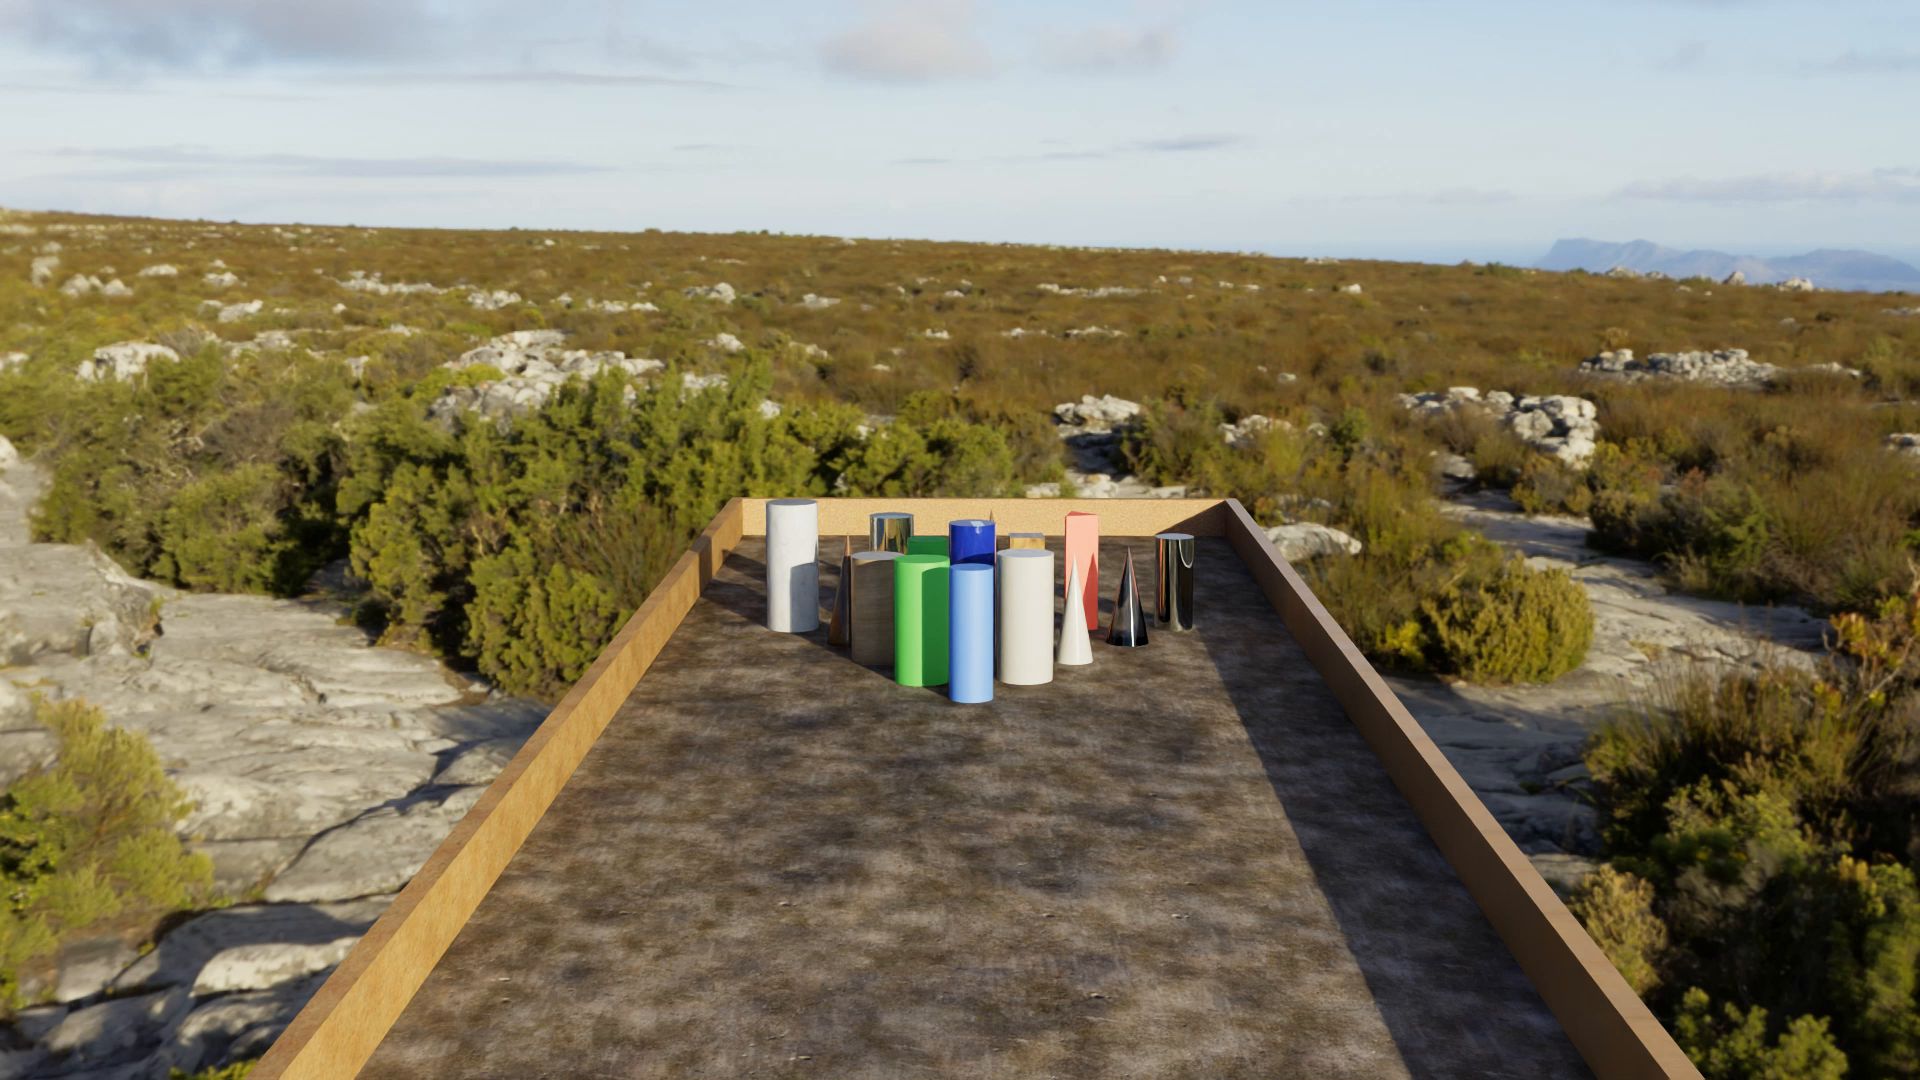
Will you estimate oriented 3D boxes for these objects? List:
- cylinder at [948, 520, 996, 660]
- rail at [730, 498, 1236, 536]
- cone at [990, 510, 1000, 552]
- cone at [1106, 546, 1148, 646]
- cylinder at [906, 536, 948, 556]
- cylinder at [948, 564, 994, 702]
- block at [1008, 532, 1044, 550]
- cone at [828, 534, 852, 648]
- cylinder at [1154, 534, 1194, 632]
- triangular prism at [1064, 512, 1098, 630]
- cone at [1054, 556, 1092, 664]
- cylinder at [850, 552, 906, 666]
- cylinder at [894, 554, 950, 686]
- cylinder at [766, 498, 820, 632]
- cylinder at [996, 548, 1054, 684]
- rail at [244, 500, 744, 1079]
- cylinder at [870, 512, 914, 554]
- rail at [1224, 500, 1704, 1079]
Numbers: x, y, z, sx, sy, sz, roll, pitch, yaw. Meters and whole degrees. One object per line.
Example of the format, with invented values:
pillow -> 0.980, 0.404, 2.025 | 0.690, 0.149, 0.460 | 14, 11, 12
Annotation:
cylinder -> 0.037, 0.156, 6.683 | 0.144, 0.421, 0.144 | 0, 9, 0
rail -> 0.099, -0.098, 9.147 | 2.100, 0.150, 0.050 | 0, 9, 1
cone -> 0.103, 0.089, 7.188 | 0.146, 0.394, 0.146 | 0, 9, 0
cone -> 0.531, 0.170, 6.944 | 0.136, 0.310, 0.136 | 0, 9, 0
cylinder -> -0.103, 0.159, 6.959 | 0.130, 0.328, 0.130 | 0, 9, 0
cylinder -> 0.031, 0.260, 6.171 | 0.124, 0.374, 0.124 | 0, 9, 0
block -> 0.210, 0.152, 6.967 | 0.108, 0.338, 0.108 | 0, 9, -2
cone -> -0.352, 0.147, 6.928 | 0.135, 0.360, 0.135 | 0, 9, 0
cylinder -> 0.698, 0.138, 7.175 | 0.127, 0.302, 0.127 | 0, 9, 0
triangular prism -> 0.381, 0.100, 7.176 | 0.113, 0.377, 0.098 | -3, 9, -16
cone -> 0.346, 0.204, 6.668 | 0.118, 0.330, 0.118 | 0, 9, 0
cylinder -> -0.248, 0.206, 6.686 | 0.166, 0.321, 0.166 | 0, 9, 0
cylinder -> -0.110, 0.232, 6.397 | 0.162, 0.359, 0.162 | 0, 9, 0
cylinder -> -0.546, 0.081, 7.176 | 0.169, 0.413, 0.169 | 0, 9, 0
cylinder -> 0.189, 0.222, 6.418 | 0.167, 0.373, 0.167 | 0, 9, 0
rail -> -1.004, 0.839, 3.234 | 0.050, 0.150, 12.000 | 0, 9, 1
cylinder -> -0.222, 0.103, 7.180 | 0.145, 0.370, 0.145 | 0, 9, 0
rail -> 1.046, 0.843, 3.208 | 0.050, 0.150, 12.000 | 0, 9, 1
